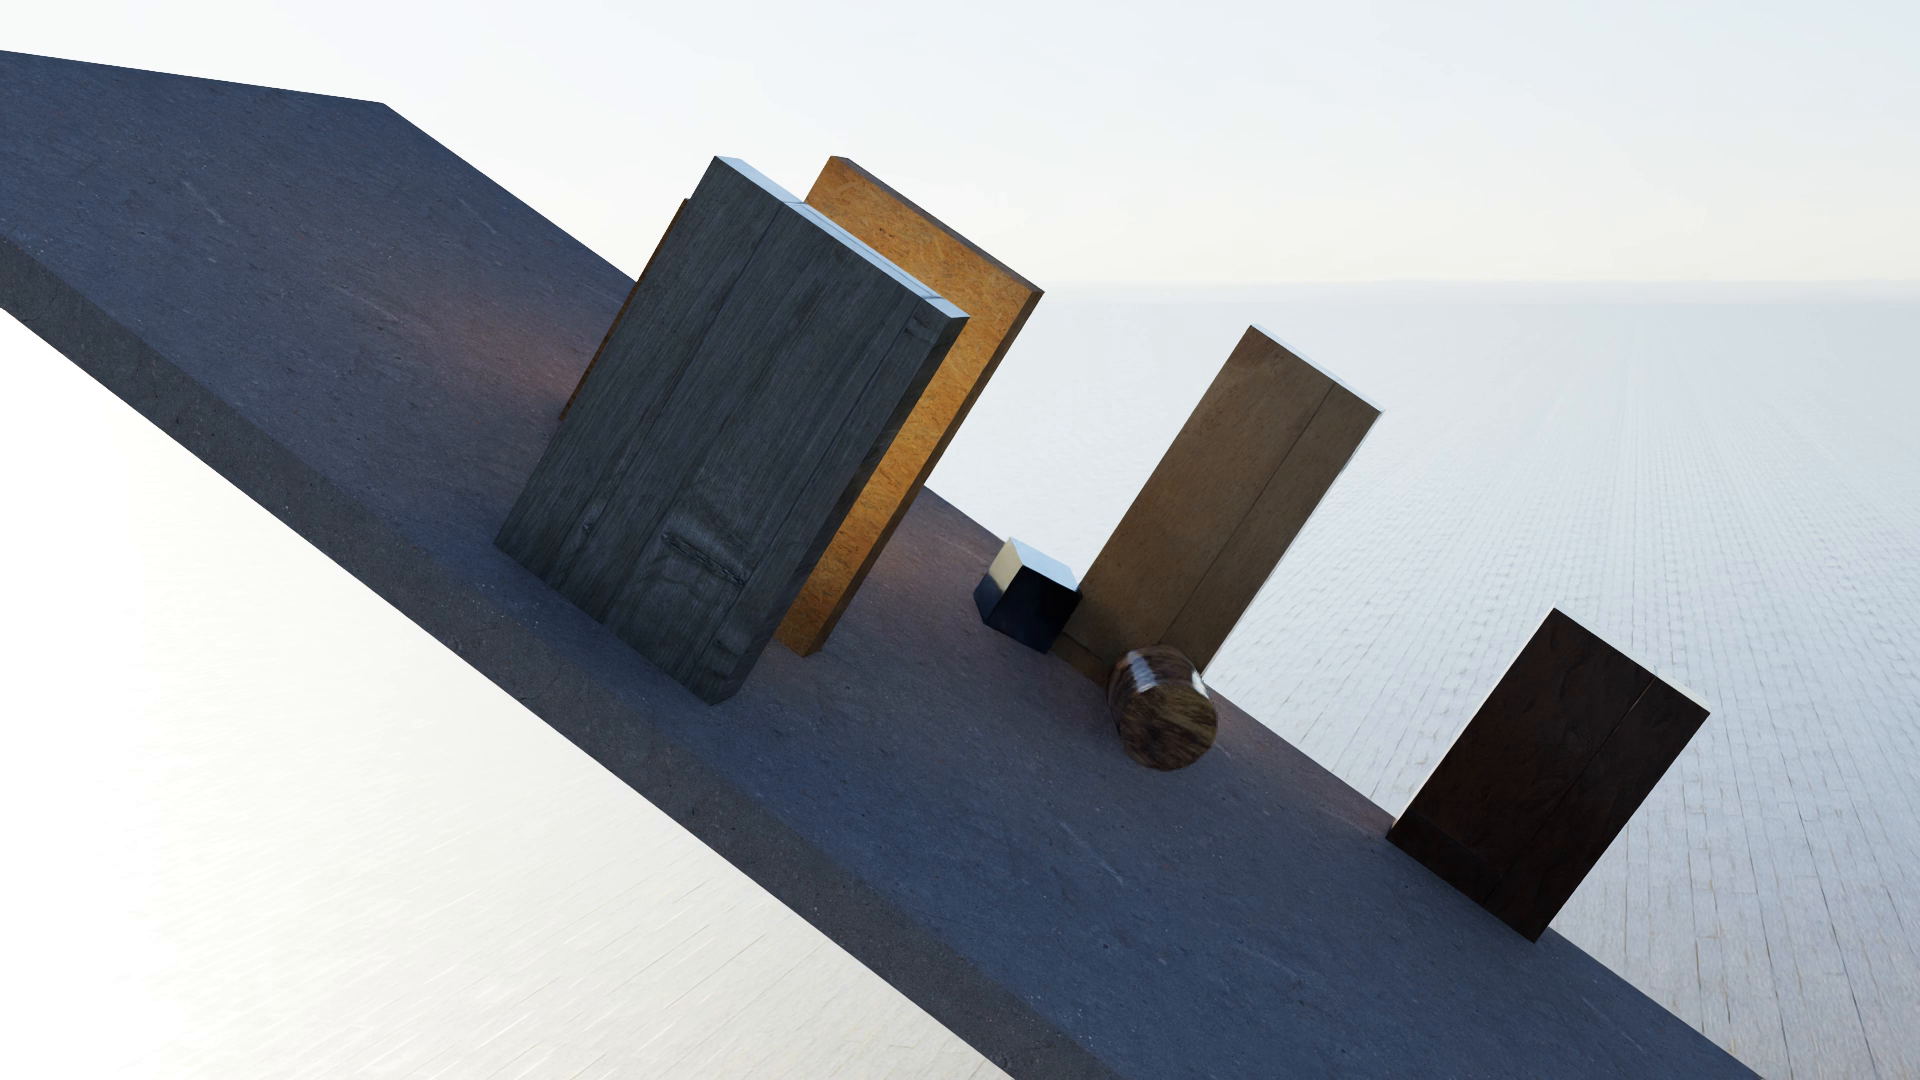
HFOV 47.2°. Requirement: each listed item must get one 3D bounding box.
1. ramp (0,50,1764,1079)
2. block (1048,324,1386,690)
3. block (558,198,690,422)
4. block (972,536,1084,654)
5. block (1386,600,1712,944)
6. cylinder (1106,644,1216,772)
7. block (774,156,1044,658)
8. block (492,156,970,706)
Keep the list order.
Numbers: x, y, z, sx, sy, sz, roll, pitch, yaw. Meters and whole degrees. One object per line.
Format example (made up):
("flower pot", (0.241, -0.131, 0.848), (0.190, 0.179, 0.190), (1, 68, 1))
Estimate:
("ramp", (-0.131, 0.220, 4.101), (4.000, 0.100, 2.000), (35, 15, 10))
("block", (0.505, -0.024, 4.441), (0.308, 0.781, 0.095), (35, 15, 10))
("block", (-0.446, -0.317, 4.034), (0.386, 0.480, 0.126), (35, 15, 10))
("block", (0.138, 0.113, 4.498), (0.148, 0.148, 0.148), (27, 16, -19))
("block", (1.231, 0.486, 4.625), (0.374, 0.611, 0.117), (35, 15, 10))
("cylinder", (0.387, 0.323, 4.262), (0.186, 0.186, 0.186), (-1, 21, -5))
("block", (-0.226, -0.219, 3.685), (0.407, 0.731, 0.083), (35, 15, 10))
("block", (-0.353, -0.161, 3.311), (0.431, 0.698, 0.098), (35, 15, 10))
